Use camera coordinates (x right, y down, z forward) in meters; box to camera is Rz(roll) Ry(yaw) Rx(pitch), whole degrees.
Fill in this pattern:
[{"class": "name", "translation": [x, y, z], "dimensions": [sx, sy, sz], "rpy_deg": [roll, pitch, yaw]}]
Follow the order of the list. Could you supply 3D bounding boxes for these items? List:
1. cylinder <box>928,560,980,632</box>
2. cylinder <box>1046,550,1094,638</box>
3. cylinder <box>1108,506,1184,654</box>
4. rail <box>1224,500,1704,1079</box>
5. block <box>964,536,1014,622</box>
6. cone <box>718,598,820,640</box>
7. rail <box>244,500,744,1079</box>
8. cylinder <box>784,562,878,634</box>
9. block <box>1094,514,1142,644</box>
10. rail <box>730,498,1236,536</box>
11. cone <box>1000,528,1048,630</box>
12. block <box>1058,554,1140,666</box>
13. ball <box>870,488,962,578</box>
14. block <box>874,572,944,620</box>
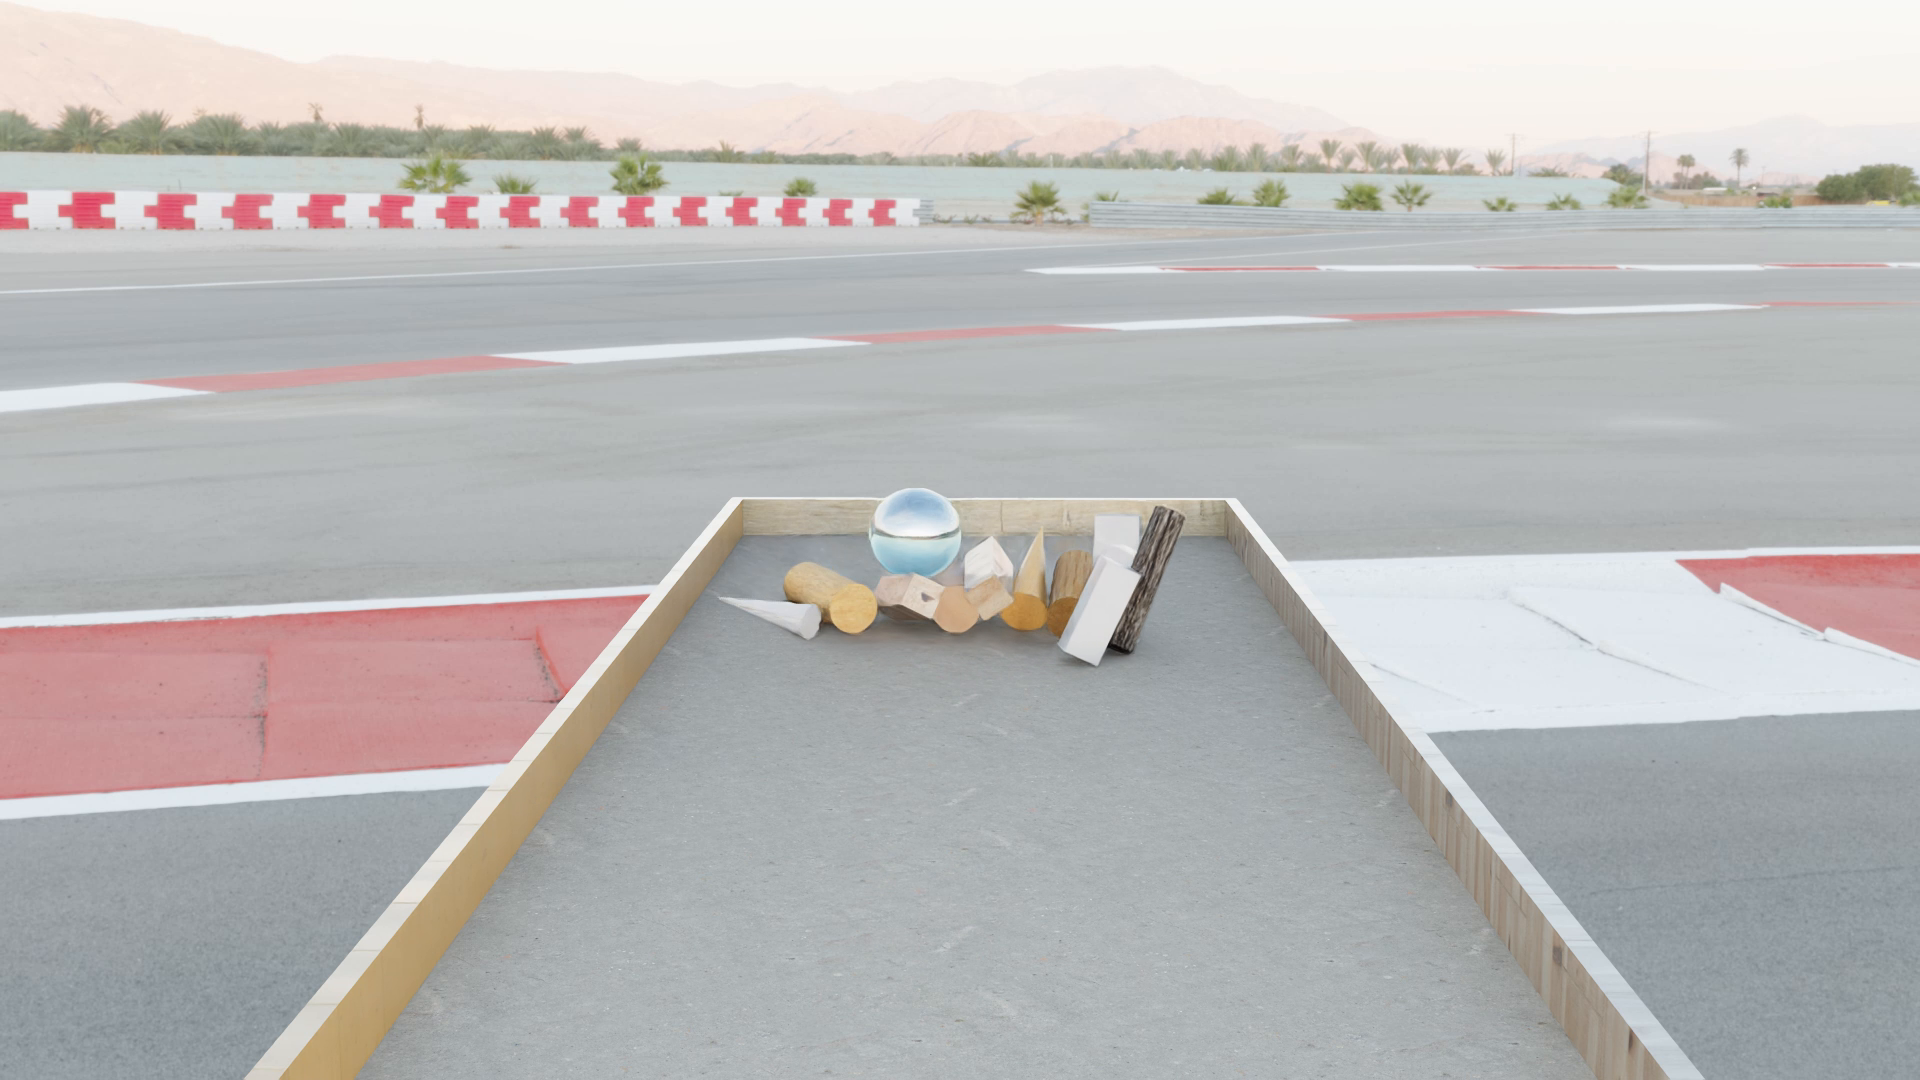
[{"class": "cylinder", "translation": [-0.024, 0.183, 7.309], "dimensions": [0.156, 0.156, 0.434], "rpy_deg": [0, 11, -3]}, {"class": "cylinder", "translation": [0.368, 0.176, 7.120], "dimensions": [0.153, 0.153, 0.366], "rpy_deg": [1, 24, 6]}, {"class": "cylinder", "translation": [0.567, 0.123, 6.800], "dimensions": [0.100, 0.460, 0.100], "rpy_deg": [22, -11, 5]}, {"class": "rail", "translation": [1.046, 0.843, 3.208], "dimensions": [0.050, 0.150, 12.000], "rpy_deg": [0, 9, 1]}, {"class": "block", "translation": [0.094, 0.123, 7.137], "dimensions": [0.114, 0.114, 0.383], "rpy_deg": [-33, 16, 10]}, {"class": "cone", "translation": [-0.636, 0.225, 7.088], "dimensions": [0.373, 0.113, 0.113], "rpy_deg": [13, 14, 27]}, {"class": "rail", "translation": [-1.004, 0.839, 3.234], "dimensions": [0.050, 0.150, 12.000], "rpy_deg": [0, 9, 1]}, {"class": "cylinder", "translation": [-0.434, 0.188, 7.304], "dimensions": [0.163, 0.163, 0.458], "rpy_deg": [-4, 10, -23]}, {"class": "block", "translation": [0.498, 0.119, 6.955], "dimensions": [0.138, 0.397, 0.138], "rpy_deg": [1, 4, 8]}, {"class": "rail", "translation": [0.099, -0.098, 9.147], "dimensions": [2.100, 0.150, 0.050], "rpy_deg": [0, 9, 1]}, {"class": "cone", "translation": [0.243, 0.091, 7.271], "dimensions": [0.157, 0.157, 0.455], "rpy_deg": [2, 39, 11]}, {"class": "block", "translation": [0.420, 0.212, 6.643], "dimensions": [0.112, 0.303, 0.112], "rpy_deg": [25, 5, -10]}, {"class": "ball", "translation": [-0.145, -0.020, 7.184], "dimensions": [0.303, 0.303, 0.303], "rpy_deg": [0, 9, 0]}, {"class": "block", "translation": [-0.176, 0.186, 7.137], "dimensions": [0.111, 0.111, 0.354], "rpy_deg": [26, -11, -16]}]
